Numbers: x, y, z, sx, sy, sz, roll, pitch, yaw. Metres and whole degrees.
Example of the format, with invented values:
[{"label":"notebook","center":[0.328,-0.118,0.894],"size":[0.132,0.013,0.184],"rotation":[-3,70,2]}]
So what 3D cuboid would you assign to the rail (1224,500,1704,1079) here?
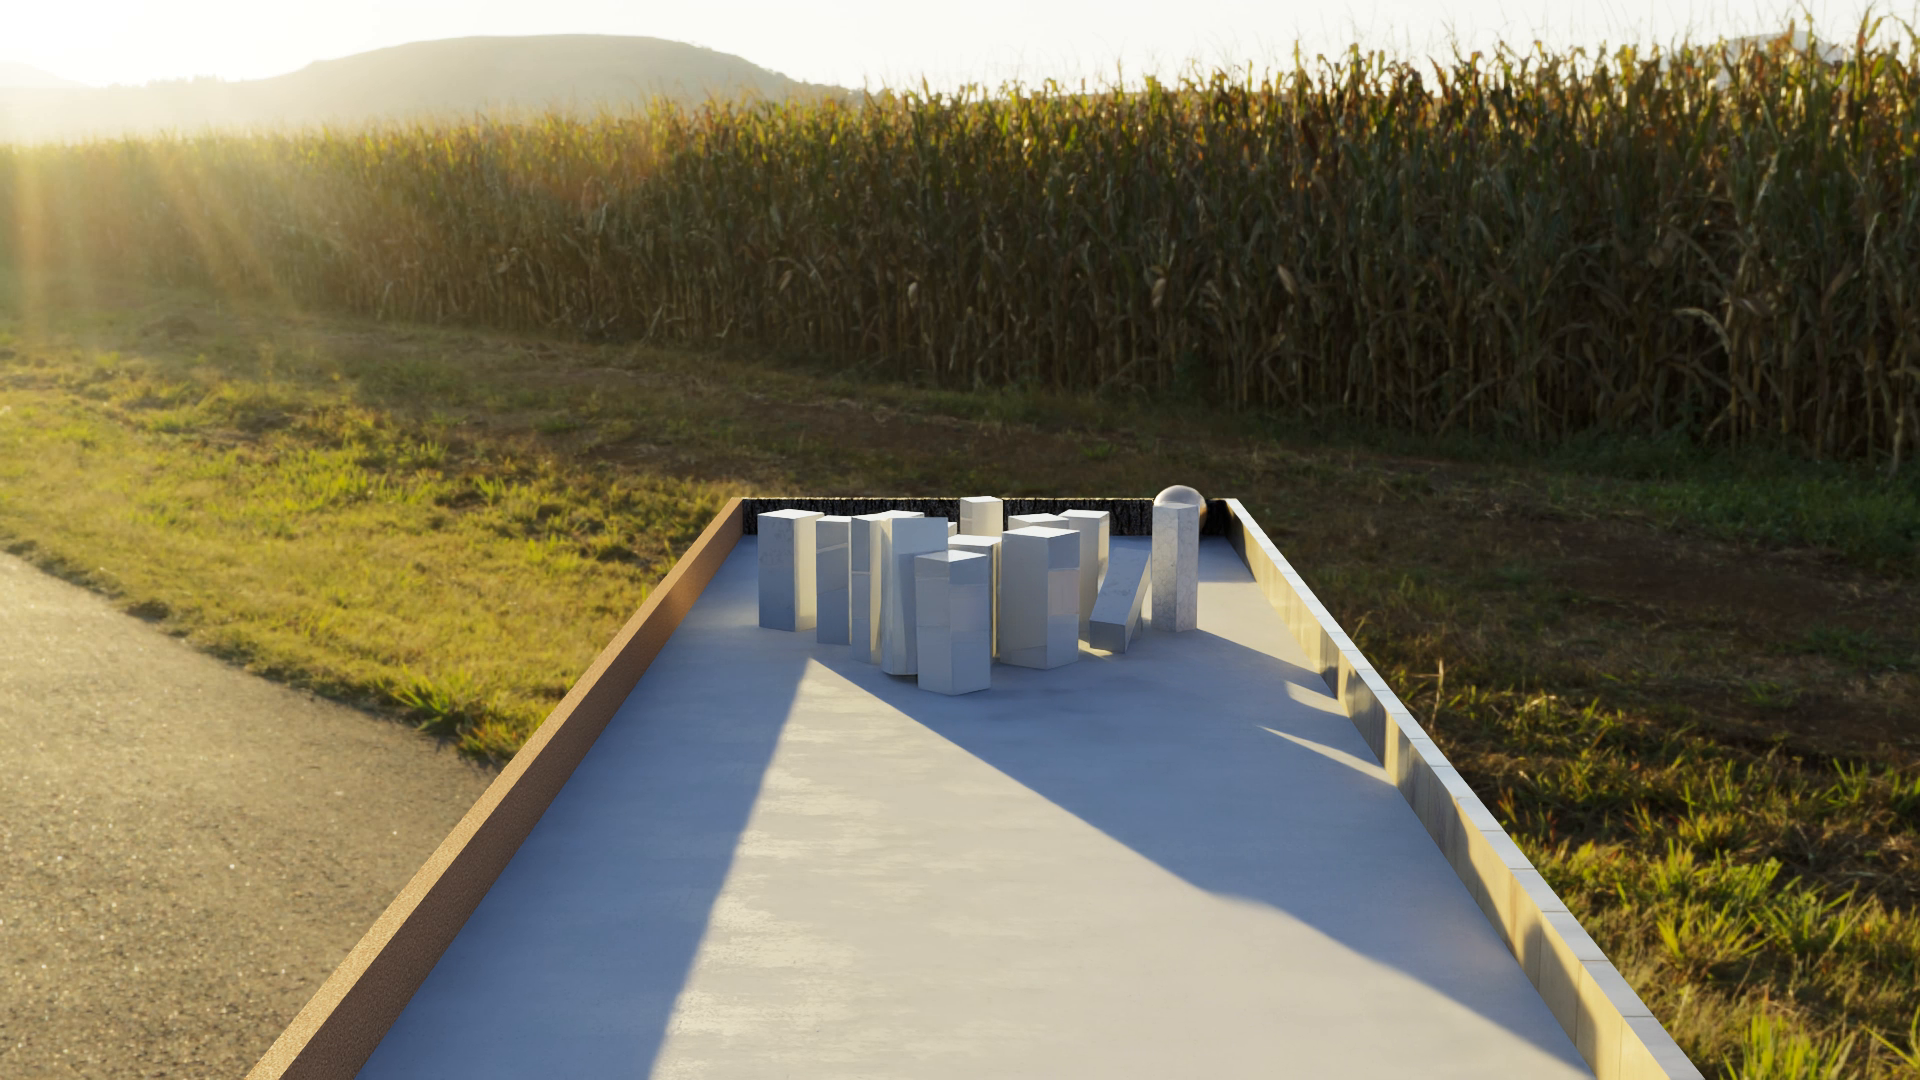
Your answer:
[{"label":"rail","center":[1.046,0.843,3.208],"size":[0.050,0.150,12.000],"rotation":[0,9,1]}]

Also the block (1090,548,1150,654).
[{"label":"block","center":[0.506,0.186,6.923],"size":[0.113,0.113,0.380],"rotation":[7,38,14]}]

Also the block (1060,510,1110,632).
[{"label":"block","center":[0.401,0.099,7.184],"size":[0.137,0.374,0.137],"rotation":[3,10,17]}]

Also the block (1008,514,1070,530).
[{"label":"block","center":[0.248,0.125,6.956],"size":[0.142,0.395,0.142],"rotation":[-4,10,-26]}]

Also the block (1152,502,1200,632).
[{"label":"block","center":[0.700,0.088,7.163],"size":[0.106,0.404,0.106],"rotation":[-9,13,-44]}]

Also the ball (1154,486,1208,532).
[{"label":"ball","center":[0.900,-0.112,8.993],"size":[0.226,0.226,0.226],"rotation":[0,9,0]}]

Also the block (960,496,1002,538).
[{"label":"block","center":[0.069,0.076,7.178],"size":[0.106,0.422,0.106],"rotation":[-3,10,-21]}]

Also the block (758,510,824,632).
[{"label":"block","center":[-0.551,0.098,7.199],"size":[0.154,0.372,0.154],"rotation":[6,11,35]}]

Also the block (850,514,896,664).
[{"label":"block","center":[-0.257,0.148,6.676],"size":[0.106,0.439,0.106],"rotation":[-6,11,-34]}]

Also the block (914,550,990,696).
[{"label":"block","center":[-0.021,0.235,6.283],"size":[0.147,0.385,0.147],"rotation":[-9,12,-41]}]

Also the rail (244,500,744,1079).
[{"label":"rail","center":[-1.004,0.839,3.234],"size":[0.050,0.150,12.000],"rotation":[0,9,1]}]

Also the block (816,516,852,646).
[{"label":"block","center":[-0.385,0.127,6.957],"size":[0.109,0.392,0.109],"rotation":[3,9,16]}]

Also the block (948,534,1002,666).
[{"label":"block","center":[0.038,0.182,6.685],"size":[0.168,0.368,0.168],"rotation":[4,10,22]}]

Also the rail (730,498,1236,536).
[{"label":"rail","center":[0.099,-0.098,9.147],"size":[2.100,0.150,0.050],"rotation":[0,9,1]}]

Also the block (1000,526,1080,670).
[{"label":"block","center":[0.242,0.172,6.642],"size":[0.170,0.399,0.170],"rotation":[7,10,36]}]

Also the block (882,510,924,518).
[{"label":"block","center":[-0.201,0.099,7.195],"size":[0.123,0.372,0.123],"rotation":[5,10,29]}]

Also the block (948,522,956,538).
[{"label":"block","center":[-0.099,0.140,6.916],"size":[0.144,0.379,0.144],"rotation":[3,9,16]}]

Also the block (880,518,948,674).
[{"label":"block","center":[-0.134,0.161,6.466],"size":[0.167,0.455,0.167],"rotation":[0,1,-13]}]

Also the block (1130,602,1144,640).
[{"label":"block","center":[0.539,0.230,7.192],"size":[0.115,0.115,0.387],"rotation":[1,9,6]}]
